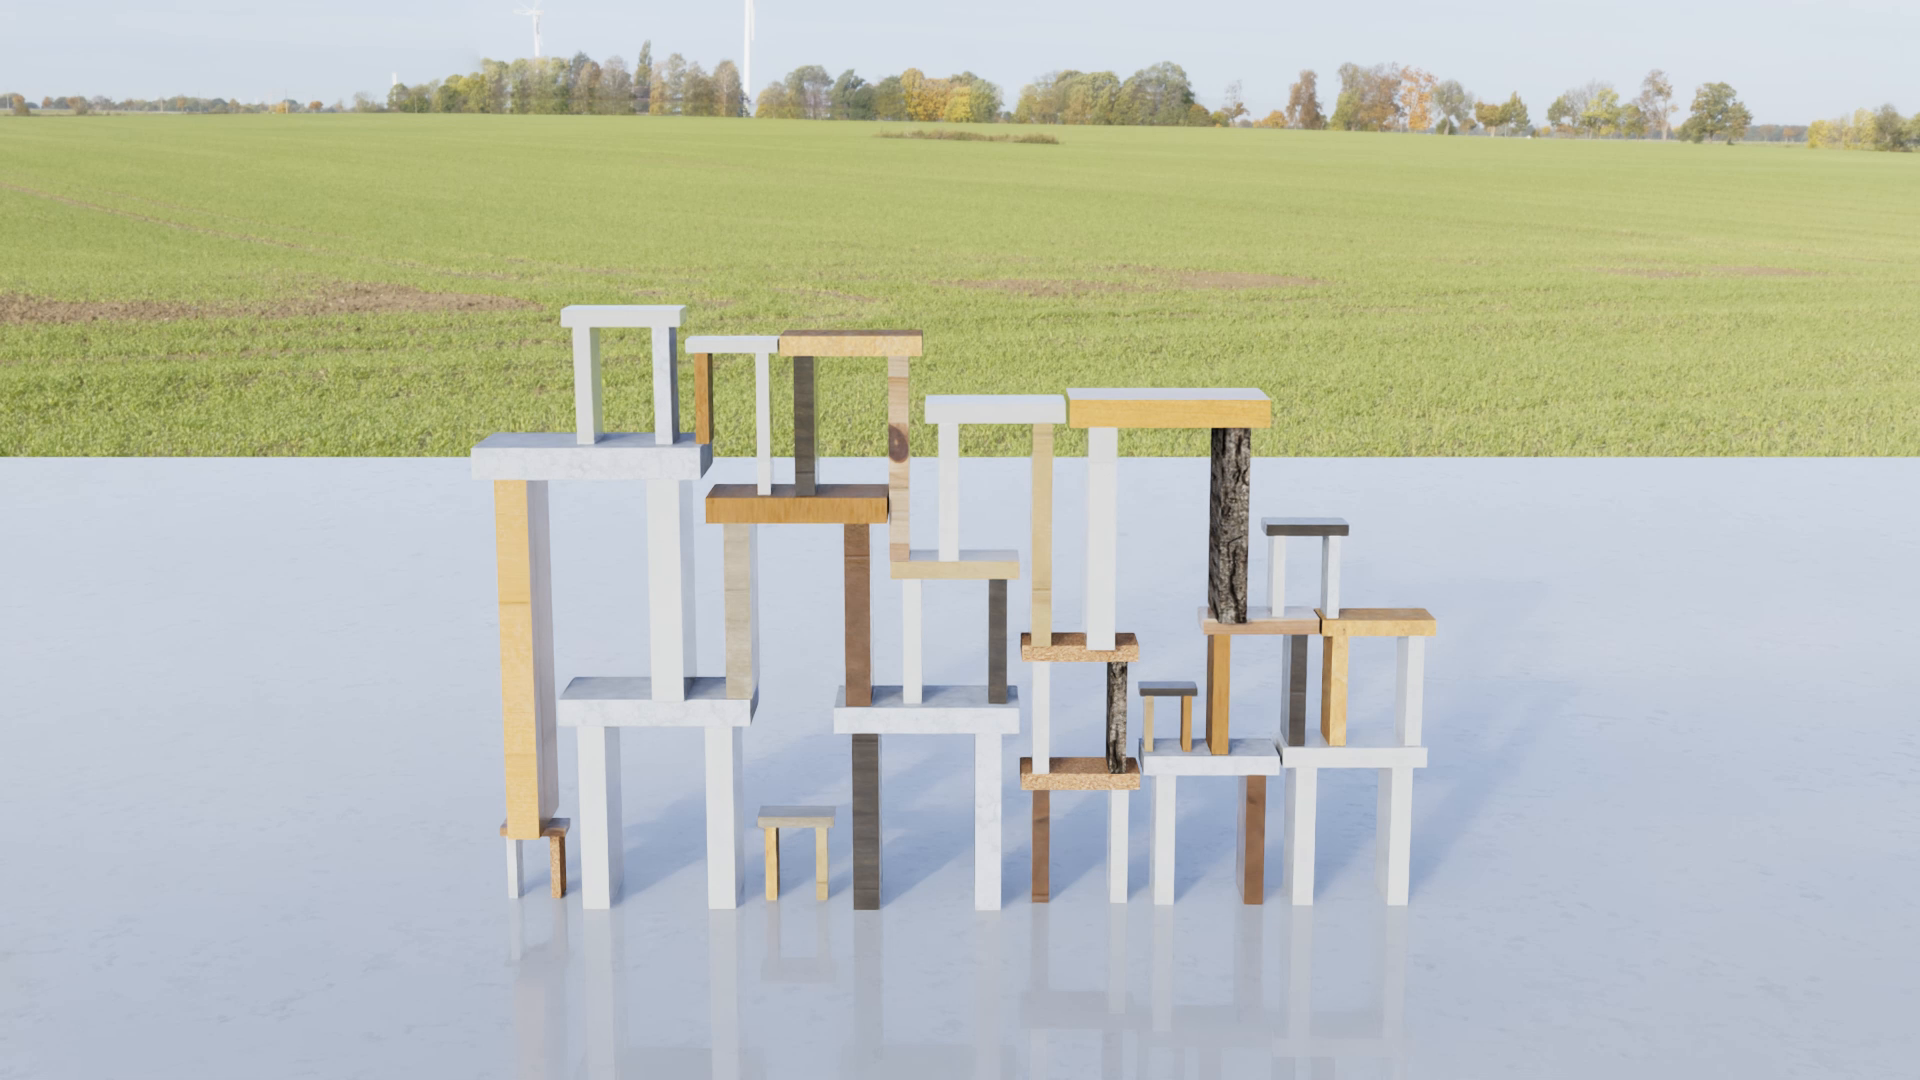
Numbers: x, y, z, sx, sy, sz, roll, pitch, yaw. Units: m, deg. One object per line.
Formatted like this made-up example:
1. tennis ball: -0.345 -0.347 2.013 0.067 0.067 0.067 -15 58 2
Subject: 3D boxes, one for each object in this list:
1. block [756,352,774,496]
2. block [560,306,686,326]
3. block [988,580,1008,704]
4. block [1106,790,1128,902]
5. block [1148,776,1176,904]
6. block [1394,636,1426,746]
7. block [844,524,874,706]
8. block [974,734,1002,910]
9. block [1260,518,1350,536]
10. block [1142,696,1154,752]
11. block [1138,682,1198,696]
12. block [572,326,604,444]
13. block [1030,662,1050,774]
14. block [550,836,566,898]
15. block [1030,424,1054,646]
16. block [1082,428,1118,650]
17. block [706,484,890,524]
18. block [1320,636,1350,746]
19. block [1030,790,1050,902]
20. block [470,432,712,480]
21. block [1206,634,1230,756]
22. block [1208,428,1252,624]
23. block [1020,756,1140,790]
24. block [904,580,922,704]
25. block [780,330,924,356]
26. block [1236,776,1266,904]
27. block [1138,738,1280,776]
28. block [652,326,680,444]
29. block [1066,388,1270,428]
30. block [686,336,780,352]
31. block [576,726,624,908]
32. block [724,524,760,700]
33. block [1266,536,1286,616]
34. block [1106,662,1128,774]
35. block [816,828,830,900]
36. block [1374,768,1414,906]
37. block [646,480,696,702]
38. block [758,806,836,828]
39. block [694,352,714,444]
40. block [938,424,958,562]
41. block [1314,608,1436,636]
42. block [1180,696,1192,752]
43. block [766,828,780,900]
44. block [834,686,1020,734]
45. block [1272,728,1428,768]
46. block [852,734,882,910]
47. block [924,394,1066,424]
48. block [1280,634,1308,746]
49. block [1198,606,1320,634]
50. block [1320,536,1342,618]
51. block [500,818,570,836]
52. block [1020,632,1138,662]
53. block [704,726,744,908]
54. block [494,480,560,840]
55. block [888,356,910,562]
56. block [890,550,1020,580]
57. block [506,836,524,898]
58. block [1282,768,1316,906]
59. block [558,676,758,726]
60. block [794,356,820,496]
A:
1. block: -0.312 -0.190 3.520 0.021 0.227 0.072 0 11 0
2. block: -0.533 -0.356 3.493 0.186 0.026 0.093 0 11 0
3. block: 0.061 0.155 3.586 0.029 0.206 0.103 0 11 0
4. block: 0.262 0.494 3.655 0.027 0.194 0.097 0 11 0
5. block: 0.336 0.481 3.651 0.031 0.221 0.110 0 11 0
6. block: 0.736 0.237 3.605 0.026 0.184 0.092 0 11 0
7. block: -0.164 0.108 3.582 0.041 0.299 0.144 0 11 0
8. block: 0.046 0.444 3.638 0.042 0.298 0.149 0 11 0
9. block: 0.558 -0.022 3.558 0.132 0.019 0.066 0 11 0
10. block: 0.309 0.296 3.615 0.013 0.094 0.047 0 11 0
11. block: 0.340 0.244 3.605 0.094 0.013 0.047 0 11 0
12. block: -0.594 -0.251 3.512 0.026 0.186 0.093 -1 11 0
13. block: 0.132 0.280 3.613 0.027 0.188 0.094 0 11 0
14. block: -0.669 0.537 3.663 0.015 0.107 0.054 0 11 0
15. block: 0.131 -0.016 3.556 0.031 0.362 0.111 0 11 0
16. block: 0.225 -0.014 3.556 0.044 0.358 0.157 0 11 0
17. block: -0.259 -0.059 3.551 0.287 0.041 0.144 0 11 0
18. block: 0.614 0.237 3.605 0.026 0.184 0.092 0 11 0
19. block: 0.133 0.494 3.655 0.027 0.194 0.097 0 11 0
20. block: -0.587 -0.135 3.539 0.359 0.051 0.180 0 11 0
21. block: 0.423 0.243 3.607 0.026 0.202 0.093 0 10 0
22. block: 0.434 -0.036 3.552 0.044 0.314 0.157 0 11 0
23. block: 0.197 0.386 3.635 0.194 0.027 0.097 0 11 0
24. block: -0.076 0.155 3.586 0.029 0.206 0.103 0 11 0
25. block: -0.171 -0.314 3.504 0.223 0.032 0.112 0 11 0
26. block: 0.483 0.481 3.651 0.031 0.221 0.110 0 11 0
27. block: 0.409 0.357 3.629 0.221 0.031 0.110 0 11 0
28. block: -0.470 -0.251 3.513 0.026 0.186 0.093 -1 11 0
29. block: 0.329 -0.212 3.519 0.314 0.044 0.157 0 11 0
30. block: -0.360 -0.311 3.497 0.145 0.021 0.072 0 11 0
31. block: -0.595 0.438 3.645 0.044 0.309 0.154 0 11 0
32. block: -0.355 0.102 3.580 0.041 0.287 0.144 0 11 0
33. block: 0.514 0.053 3.572 0.019 0.132 0.066 0 11 0
34. block: 0.257 0.280 3.613 0.027 0.188 0.094 0 11 0
35. block: -0.228 0.528 3.658 0.018 0.125 0.063 0 11 0
36. block: 0.719 0.474 3.651 0.033 0.234 0.117 0 11 0
37. block: -0.468 0.066 3.577 0.051 0.359 0.180 0 11 0
38. block: -0.270 0.458 3.645 0.125 0.018 0.063 0 11 0
39. block: -0.408 -0.230 3.512 0.021 0.145 0.072 0 11 0
40. block: -0.018 -0.085 3.544 0.031 0.222 0.111 0 11 0
41. block: 0.675 0.134 3.586 0.184 0.026 0.092 0 11 0
42. block: 0.371 0.296 3.615 0.013 0.094 0.047 0 11 0
43. block: -0.312 0.528 3.658 0.018 0.125 0.063 0 11 0
44. block: -0.054 0.277 3.607 0.298 0.042 0.149 0 11 0
45. block: 0.641 0.343 3.627 0.234 0.033 0.117 0 11 0
46. block: -0.153 0.444 3.638 0.042 0.298 0.149 0 11 0
47. block: 0.056 -0.210 3.521 0.222 0.031 0.111 0 11 0
48. block: 0.547 0.235 3.605 0.026 0.186 0.093 0 11 0
49. block: 0.485 0.131 3.586 0.186 0.026 0.093 0 11 0
50. block: 0.602 0.054 3.572 0.019 0.135 0.066 0 11 0
51. block: -0.705 0.477 3.652 0.107 0.015 0.054 0 11 0
52. block: 0.194 0.175 3.593 0.188 0.027 0.094 0 11 0
53. block: -0.389 0.438 3.645 0.044 0.309 0.154 0 11 0
54. block: -0.707 0.179 3.598 0.051 0.589 0.180 0 11 0
55. block: -0.097 -0.137 3.537 0.032 0.328 0.112 0 11 0
56. block: -0.008 0.039 3.564 0.206 0.029 0.103 0 11 0
57. block: -0.741 0.537 3.663 0.015 0.107 0.054 0 11 0
58. block: 0.563 0.474 3.651 0.033 0.234 0.117 0 11 0
59. block: -0.492 0.264 3.612 0.309 0.044 0.154 0 11 0
60. block: -0.246 -0.189 3.527 0.032 0.223 0.112 0 11 0
